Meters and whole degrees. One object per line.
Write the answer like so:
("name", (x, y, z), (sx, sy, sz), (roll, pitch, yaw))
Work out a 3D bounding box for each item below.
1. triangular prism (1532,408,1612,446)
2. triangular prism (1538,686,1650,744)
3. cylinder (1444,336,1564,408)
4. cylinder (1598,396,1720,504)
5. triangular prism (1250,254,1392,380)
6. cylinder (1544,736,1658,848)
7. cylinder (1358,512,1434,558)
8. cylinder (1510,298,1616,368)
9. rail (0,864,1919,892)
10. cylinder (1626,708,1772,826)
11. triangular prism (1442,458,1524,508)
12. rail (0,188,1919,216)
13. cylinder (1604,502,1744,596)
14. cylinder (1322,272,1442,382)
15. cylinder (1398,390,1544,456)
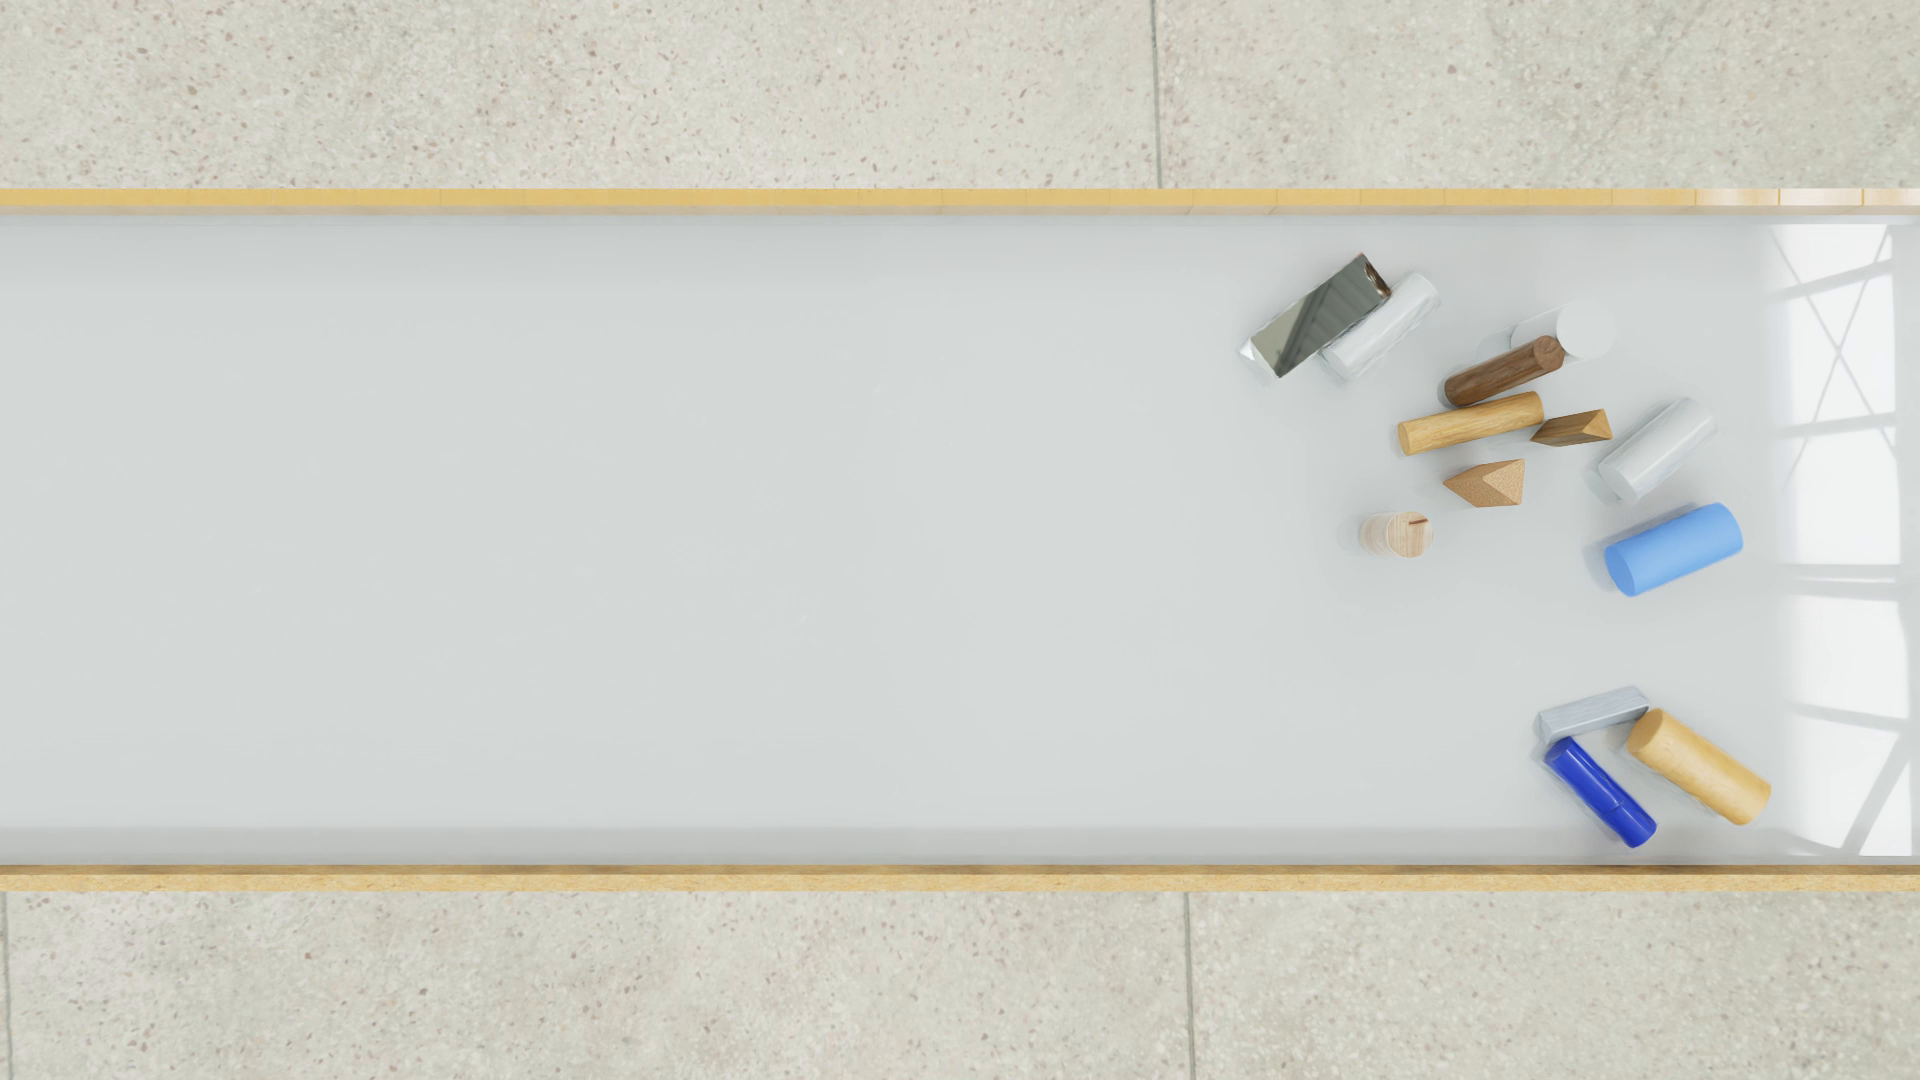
("triangular prism", (1.806, -0.334, 4.864), (0.089, 0.424, 0.077), (12, 90, 0))
("triangular prism", (1.940, 0.538, 5.031), (0.306, 0.086, 0.099), (-16, 90, 0))
("cylinder", (1.602, -0.494, 4.872), (0.107, 0.400, 0.107), (4, 78, -21))
("cylinder", (2.117, -0.272, 4.996), (0.320, 0.161, 0.161), (-39, 90, 0))
("triangular prism", (1.069, -0.688, 4.975), (0.425, 0.156, 0.135), (-37, 123, 0))
("cylinder", (1.948, 0.768, 5.020), (0.113, 0.113, 0.364), (-45, 90, 0))
("cylinder", (1.295, -0.016, 4.911), (0.135, 0.331, 0.135), (0, 90, 0))
("cylinder", (1.785, -0.602, 4.893), (0.174, 0.363, 0.174), (0, 89, -1))
("rail", (-2.247, 1.025, 5.001), (12.000, 0.150, 0.050), (0, 90, 0))
("cylinder", (2.234, 0.689, 4.995), (0.392, 0.163, 0.163), (34, 90, 0))
("triangular prism", (1.572, -0.184, 4.883), (0.131, 0.386, 0.114), (35, 90, 0))
("rail", (-2.247, -1.025, 5.002), (12.000, 0.150, 0.050), (0, 90, 0))
("cylinder", (2.158, 0.028, 4.993), (0.351, 0.167, 0.167), (-22, 90, 0))
("cylinder", (1.279, -0.648, 5.007), (0.352, 0.138, 0.138), (-41, 90, 0))
("cylinder", (1.554, -0.355, 5.024), (0.416, 0.105, 0.105), (-14, 90, 0))
